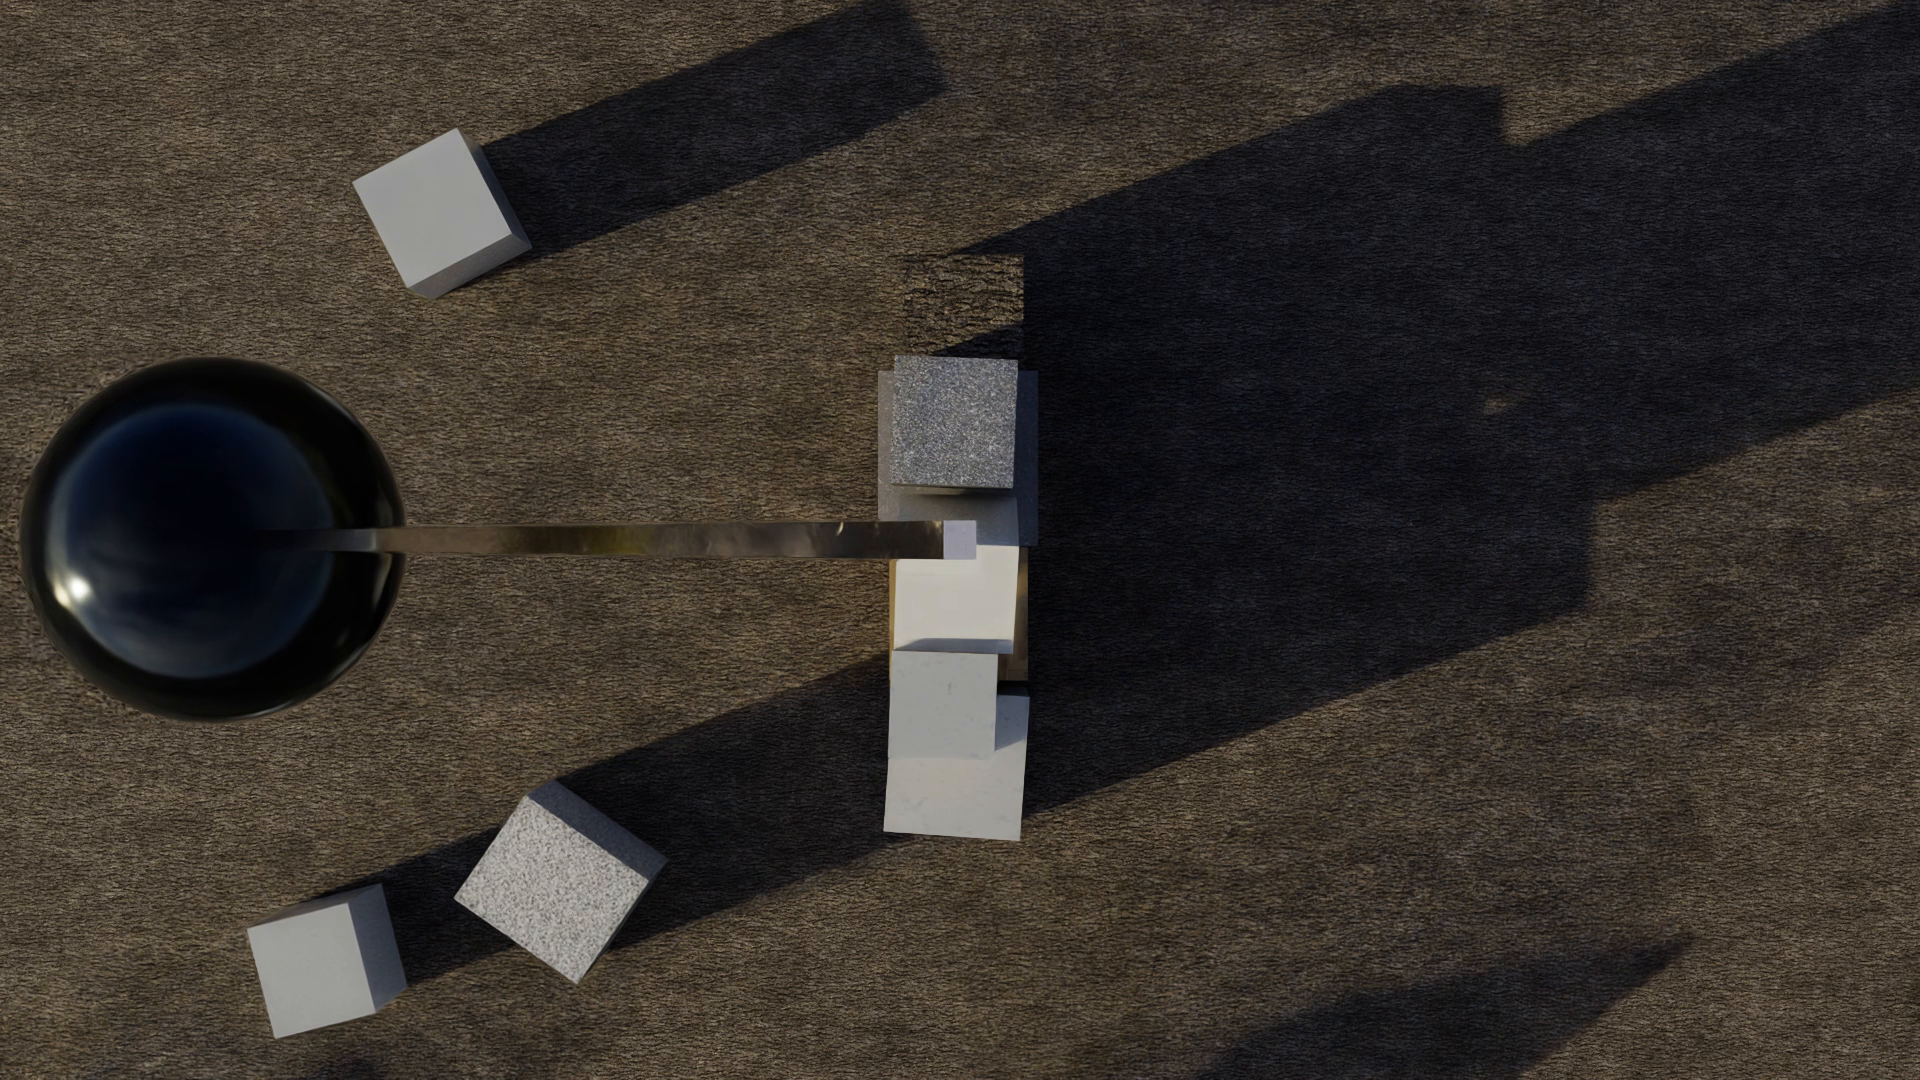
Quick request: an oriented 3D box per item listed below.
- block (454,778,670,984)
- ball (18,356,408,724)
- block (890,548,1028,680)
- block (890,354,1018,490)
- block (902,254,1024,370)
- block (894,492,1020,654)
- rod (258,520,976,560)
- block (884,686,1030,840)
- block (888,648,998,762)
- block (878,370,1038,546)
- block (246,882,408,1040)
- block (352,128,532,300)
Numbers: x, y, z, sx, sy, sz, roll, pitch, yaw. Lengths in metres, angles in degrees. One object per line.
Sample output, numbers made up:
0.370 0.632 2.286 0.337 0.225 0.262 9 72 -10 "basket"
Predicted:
-2.260 1.934 12.578 0.834 0.844 0.697 35 90 0 "block"
-3.228 0.000 9.572 1.600 1.600 1.600 0 90 0 "ball"
-0.008 0.415 12.669 0.777 0.662 0.746 0 90 0 "block"
-0.032 -0.617 11.769 0.641 0.652 0.666 2 90 0 "block"
0.017 -1.269 12.650 0.675 0.700 0.656 0 90 0 "block"
-0.023 0.176 11.838 0.634 0.588 0.646 2 117 -1 "block"
-1.399 0.000 6.706 0.080 5.200 0.080 0 90 -33 "rod"
-0.018 1.241 12.587 0.756 0.826 0.799 4 90 0 "block"
-0.091 0.878 11.906 0.562 0.532 0.567 2 90 0 "block"
-0.011 -0.450 12.547 0.879 0.905 0.963 0 90 0 "block"
-3.623 2.406 12.637 0.581 0.723 0.637 -14 90 0 "block"
-2.976 -1.873 12.698 0.667 0.603 0.674 -27 90 0 "block"
